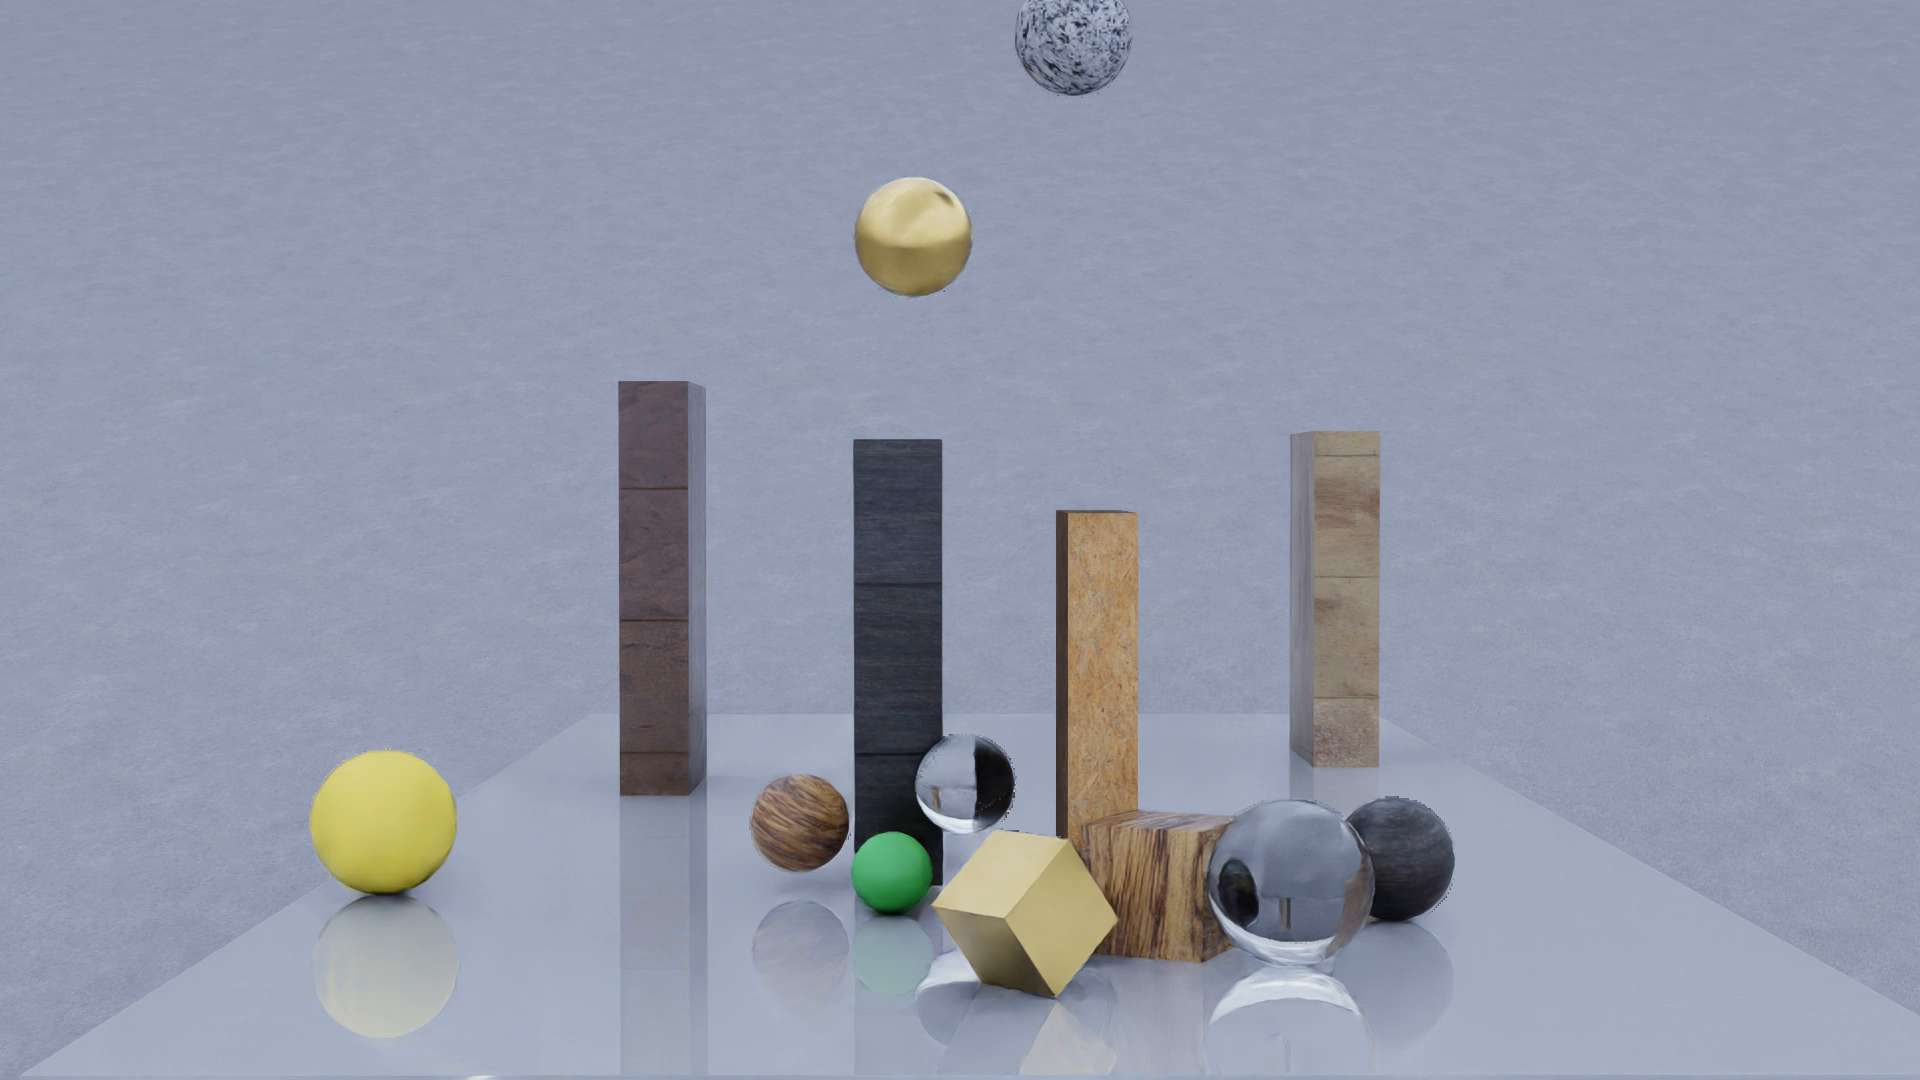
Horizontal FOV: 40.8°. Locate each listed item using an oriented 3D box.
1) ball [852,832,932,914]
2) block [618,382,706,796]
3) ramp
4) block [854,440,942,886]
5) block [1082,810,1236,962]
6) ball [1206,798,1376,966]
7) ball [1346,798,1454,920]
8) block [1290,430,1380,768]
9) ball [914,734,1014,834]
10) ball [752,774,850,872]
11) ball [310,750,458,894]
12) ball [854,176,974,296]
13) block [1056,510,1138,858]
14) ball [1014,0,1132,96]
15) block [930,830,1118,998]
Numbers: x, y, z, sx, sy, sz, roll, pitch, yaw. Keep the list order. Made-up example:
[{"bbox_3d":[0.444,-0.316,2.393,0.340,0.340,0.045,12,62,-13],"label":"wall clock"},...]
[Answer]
[{"bbox_3d":[-0.093,0.456,3.537,0.112,0.112,0.112,0,26,0],"label":"ball"},{"bbox_3d":[-0.577,0.088,5.033,0.131,0.781,0.346,0,1,0],"label":"block"},{"bbox_3d":[0.060,0.539,4.575,2.000,0.100,4.000,0,1,0],"label":"ramp"},{"bbox_3d":[-0.091,0.176,3.914,0.129,0.654,0.272,0,1,0],"label":"block"},{"bbox_3d":[0.260,0.437,3.277,0.161,0.161,0.161,1,1,25],"label":"block"},{"bbox_3d":[0.404,0.418,3.155,0.204,0.204,0.204,0,26,0],"label":"ball"},{"bbox_3d":[0.584,0.431,3.482,0.164,0.164,0.164,0,26,0],"label":"ball"},{"bbox_3d":[0.800,0.118,5.528,0.135,0.696,0.386,0,1,0],"label":"block"},{"bbox_3d":[0.007,0.352,3.719,0.144,0.144,0.144,0,26,0],"label":"ball"},{"bbox_3d":[-0.233,0.413,3.774,0.143,0.143,0.143,0,26,0],"label":"ball"},{"bbox_3d":[-0.827,0.406,3.706,0.206,0.206,0.206,0,26,0],"label":"ball"},{"bbox_3d":[-0.049,-0.321,2.733,0.127,0.127,0.127,0,26,0],"label":"ball"},{"bbox_3d":[0.187,0.236,3.582,0.092,0.550,0.406,0,1,0],"label":"block"},{"bbox_3d":[0.122,-0.542,2.776,0.127,0.127,0.127,0,26,0],"label":"ball"},{"bbox_3d":[0.076,0.433,3.003,0.128,0.128,0.128,1,40,49],"label":"block"}]
